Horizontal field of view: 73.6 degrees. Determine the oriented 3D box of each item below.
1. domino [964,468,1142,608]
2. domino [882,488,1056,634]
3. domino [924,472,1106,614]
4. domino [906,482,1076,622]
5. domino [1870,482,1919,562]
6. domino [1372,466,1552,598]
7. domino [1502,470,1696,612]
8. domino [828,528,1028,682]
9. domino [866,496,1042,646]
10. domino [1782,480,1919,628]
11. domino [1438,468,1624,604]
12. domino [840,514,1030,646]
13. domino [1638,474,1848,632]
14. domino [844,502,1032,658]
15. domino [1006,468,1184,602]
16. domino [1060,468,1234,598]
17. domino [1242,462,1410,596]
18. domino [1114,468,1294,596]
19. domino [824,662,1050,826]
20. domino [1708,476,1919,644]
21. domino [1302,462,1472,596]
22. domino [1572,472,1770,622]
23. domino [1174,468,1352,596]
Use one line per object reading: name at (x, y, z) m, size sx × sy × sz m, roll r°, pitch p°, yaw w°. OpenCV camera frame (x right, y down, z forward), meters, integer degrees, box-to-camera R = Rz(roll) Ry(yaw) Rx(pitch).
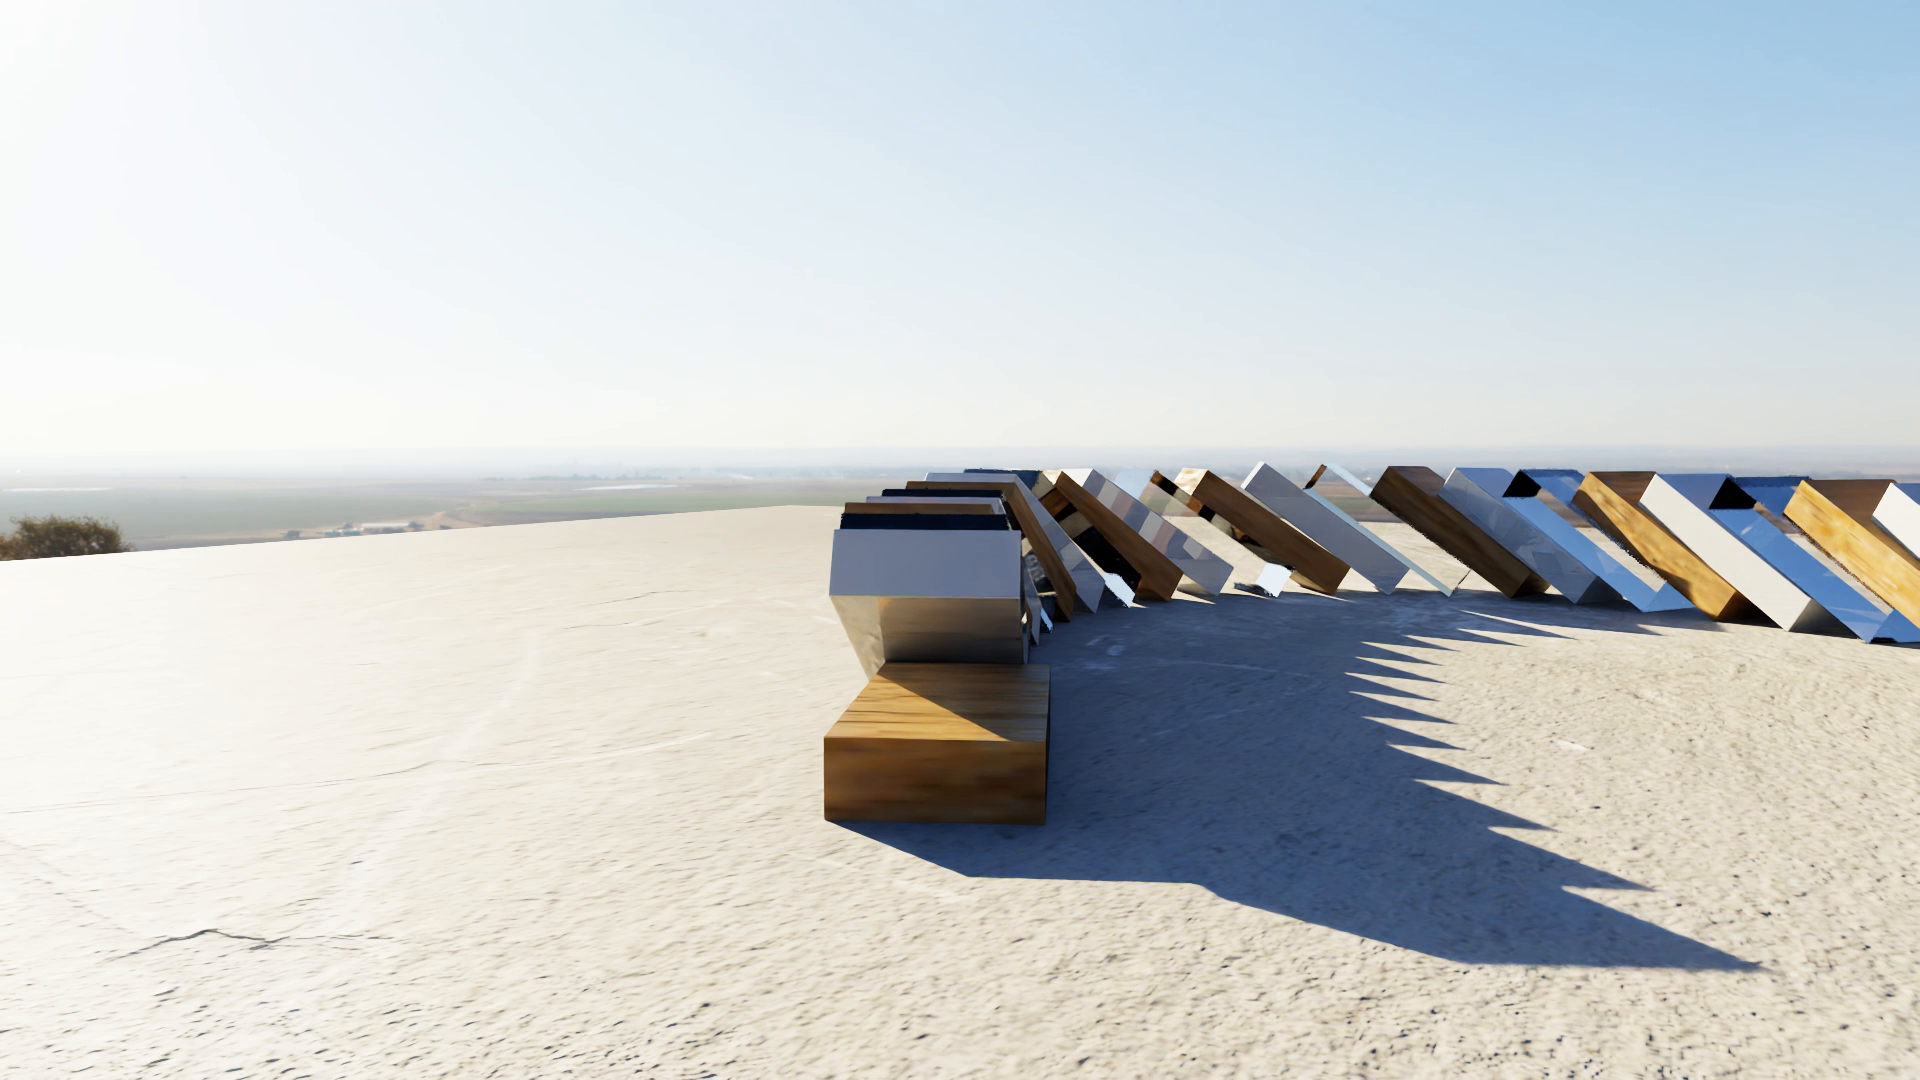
domino at (0.023, 0.000, 0.328) m, size 0.025 × 0.010 × 0.050 m, roll 4°, pitch -29°, yaw 44°
domino at (0.002, 0.005, 0.273) m, size 0.025 × 0.010 × 0.050 m, roll 1°, pitch -26°, yaw 19°
domino at (0.013, 0.001, 0.312) m, size 0.025 × 0.009 × 0.050 m, roll 3°, pitch -29°, yaw 36°
domino at (0.007, 0.003, 0.292) m, size 0.025 × 0.010 × 0.050 m, roll 2°, pitch -27°, yaw 23°
domino at (0.212, 0.006, 0.256) m, size 0.025 × 0.009 × 0.050 m, roll 0°, pitch 36°, yaw -6°
domino at (0.146, -0.003, 0.369) m, size 0.025 × 0.009 × 0.050 m, roll -3°, pitch 39°, yaw -46°
domino at (0.173, -0.001, 0.343) m, size 0.025 × 0.009 × 0.050 m, roll -2°, pitch 38°, yaw -31°
domino at (-0.003, 0.013, 0.192) m, size 0.025 × 0.009 × 0.050 m, roll 0°, pitch -23°, yaw 4°
domino at (0.000, 0.007, 0.253) m, size 0.025 × 0.009 × 0.050 m, roll 1°, pitch -25°, yaw 14°
domino at (0.206, 0.005, 0.275) m, size 0.025 × 0.010 × 0.050 m, roll -1°, pitch 36°, yaw -12°
domino at (0.161, -0.002, 0.358) m, size 0.025 × 0.009 × 0.050 m, roll -2°, pitch 38°, yaw -36°
domino at (-0.003, 0.011, 0.213) m, size 0.025 × 0.009 × 0.050 m, roll 1°, pitch -24°, yaw 8°
domino at (0.193, 0.002, 0.311) m, size 0.025 × 0.009 × 0.050 m, roll -2°, pitch 37°, yaw -20°
domino at (-0.003, 0.009, 0.234) m, size 0.025 × 0.009 × 0.050 m, roll 1°, pitch -25°, yaw 12°
domino at (0.034, -0.001, 0.344) m, size 0.050 × 0.009 × 0.025 m, roll 37°, pitch -16°, yaw -29°
domino at (0.049, -0.002, 0.358) m, size 0.050 × 0.009 × 0.025 m, roll 33°, pitch -6°, yaw -15°
domino at (0.106, -0.004, 0.374) m, size 0.050 × 0.009 × 0.025 m, roll 37°, pitch 9°, yaw 6°
domino at (0.067, -0.002, 0.363) m, size 0.050 × 0.009 × 0.025 m, roll 33°, pitch -4°, yaw -15°
domino at (-0.001, 0.025, 0.169) m, size 0.025 × 0.009 × 0.050 m, roll 0°, pitch 4°, yaw 5°
domino at (0.200, 0.003, 0.293) m, size 0.025 × 0.009 × 0.050 m, roll -1°, pitch 37°, yaw -16°
domino at (0.125, -0.004, 0.374) m, size 0.050 × 0.009 × 0.025 m, roll 39°, pitch 18°, yaw 17°
domino at (0.184, 0.000, 0.328) m, size 0.025 × 0.009 × 0.050 m, roll -2°, pitch 37°, yaw -24°
domino at (0.085, -0.003, 0.370) m, size 0.050 × 0.009 × 0.025 m, roll 33°, pitch 0°, yaw -7°
